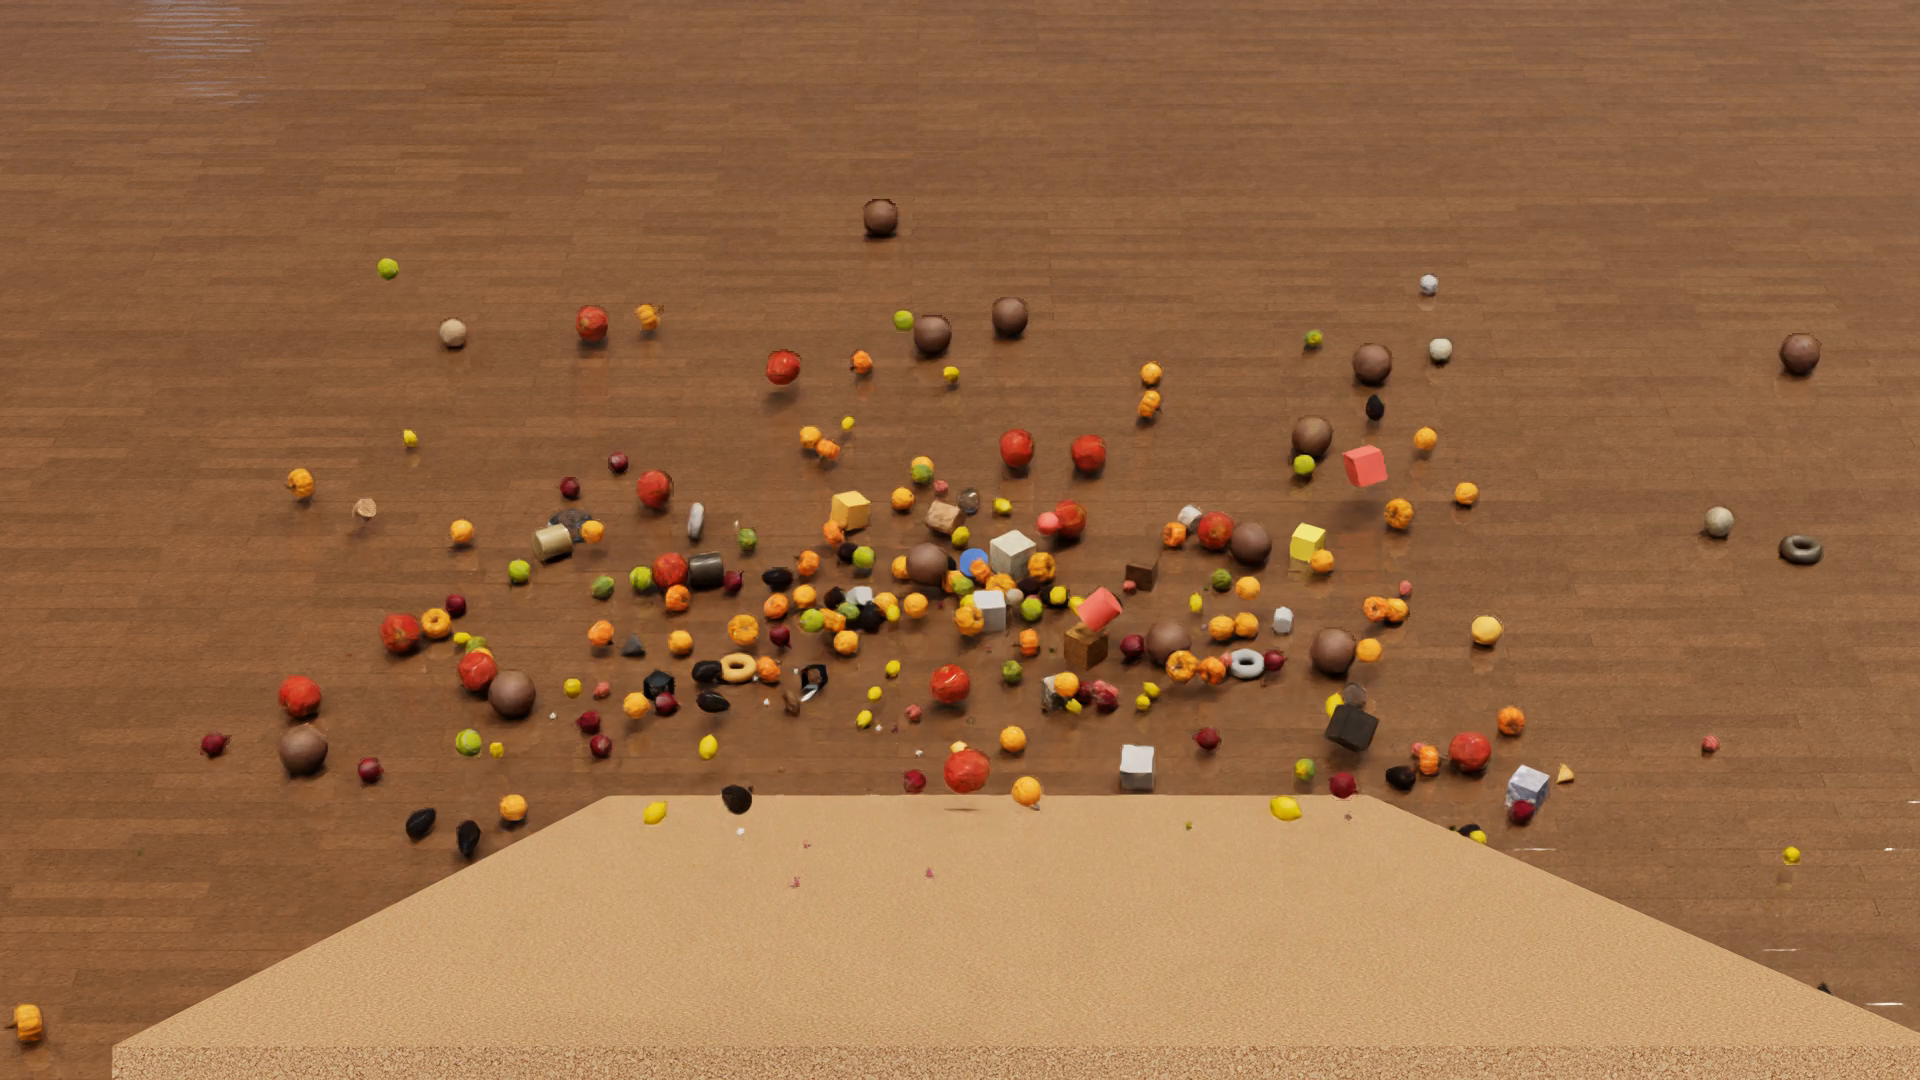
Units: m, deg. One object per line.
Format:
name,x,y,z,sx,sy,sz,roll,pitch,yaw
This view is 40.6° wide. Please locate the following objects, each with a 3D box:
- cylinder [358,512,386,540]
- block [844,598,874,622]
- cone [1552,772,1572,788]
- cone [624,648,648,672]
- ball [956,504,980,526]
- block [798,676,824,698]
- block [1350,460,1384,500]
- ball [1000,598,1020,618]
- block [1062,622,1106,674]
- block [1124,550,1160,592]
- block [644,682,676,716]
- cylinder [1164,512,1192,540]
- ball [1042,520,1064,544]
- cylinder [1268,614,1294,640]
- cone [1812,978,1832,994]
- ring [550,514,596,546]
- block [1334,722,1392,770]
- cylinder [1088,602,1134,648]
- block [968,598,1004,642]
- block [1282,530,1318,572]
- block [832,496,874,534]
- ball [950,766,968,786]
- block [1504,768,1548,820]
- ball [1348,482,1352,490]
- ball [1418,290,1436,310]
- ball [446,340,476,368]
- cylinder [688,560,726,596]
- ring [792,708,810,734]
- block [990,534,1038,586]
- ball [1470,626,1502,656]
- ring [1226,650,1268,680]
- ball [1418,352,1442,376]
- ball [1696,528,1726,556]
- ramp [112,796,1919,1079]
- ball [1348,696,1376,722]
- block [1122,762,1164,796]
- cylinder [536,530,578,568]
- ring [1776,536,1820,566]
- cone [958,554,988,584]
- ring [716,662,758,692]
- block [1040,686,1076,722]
cylinder,-1.785,-0.042,7.875,0.063,0.063,0.063,-26,5,3
block,-0.292,0.203,7.562,0.055,0.055,0.055,-10,-10,-38
cone,1.609,0.653,6.973,0.050,0.050,0.050,-22,32,14
cone,-0.933,0.353,7.392,0.067,0.067,0.067,-41,41,3
ball,0.026,-0.077,7.980,0.073,0.073,0.073,0,35,0
block,-0.417,0.413,7.266,0.052,0.052,0.052,-11,5,-27
block,1.241,-0.183,7.916,0.094,0.094,0.094,-7,75,11
ball,0.144,0.199,7.541,0.056,0.056,0.056,0,35,0
block,0.357,0.307,7.414,0.090,0.090,0.090,27,43,33
block,0.542,0.094,7.728,0.080,0.080,0.080,11,36,15
block,-0.836,0.443,7.243,0.060,0.060,0.060,17,38,23
cylinder,0.668,-0.042,7.933,0.063,0.063,0.063,-16,34,-22
ball,0.278,-0.023,7.781,0.070,0.070,0.070,0,35,0
cylinder,0.931,0.250,7.525,0.055,0.055,0.055,20,39,27
cone,2.059,1.125,6.276,0.095,0.095,0.095,-33,40,0
ring,-1.182,-0.031,7.938,0.141,0.047,0.141,1,34,0
block,1.085,0.555,6.985,0.093,0.093,0.093,6,32,-50
cylinder,0.426,0.239,7.289,0.092,0.092,0.092,-36,34,13
block,0.077,0.233,7.522,0.086,0.086,0.086,-6,35,-9
block,1.024,0.034,7.818,0.077,0.077,0.077,19,39,26
block,-0.327,-0.076,7.898,0.083,0.083,0.083,-16,82,-29
ball,-0.004,0.634,6.975,0.051,0.051,0.051,0,35,0
block,1.501,0.674,6.891,0.082,0.082,0.082,22,41,29
ball,1.247,-0.175,8.133,0.061,0.061,0.061,0,35,0
ball,1.634,-0.840,9.084,0.067,0.067,0.067,0,35,0
ball,-1.681,-0.626,8.751,0.096,0.096,0.096,0,35,0
cylinder,-0.748,0.112,7.688,0.096,0.096,0.096,-9,36,-13
ring,-0.438,0.497,7.136,0.025,0.075,0.075,-27,37,3
block,0.160,0.060,7.760,0.099,0.099,0.099,-22,41,-29
ball,1.488,0.286,7.352,0.086,0.086,0.086,0,35,0
ring,0.816,0.356,7.388,0.115,0.038,0.115,-1,35,1
ball,1.576,-0.588,8.709,0.081,0.081,0.081,0,35,0
ball,2.269,0.006,7.847,0.090,0.090,0.090,0,35,0
ramp,0.077,0.661,4.825,2.000,0.100,4.000,0,-2,0
ball,1.113,0.468,7.194,0.075,0.075,0.075,0,35,0
block,0.480,0.630,6.837,0.083,0.083,0.083,2,-2,-18
cylinder,-1.214,0.025,7.816,0.093,0.093,0.093,-20,39,-26
ring,2.530,0.036,7.845,0.129,0.043,0.129,-1,35,0
cone,0.035,0.082,7.780,0.090,0.090,0.090,-3,8,-5
ring,-0.630,0.386,7.345,0.117,0.039,0.117,0,33,0
block,0.271,0.454,7.200,0.065,0.065,0.065,-18,73,-24
